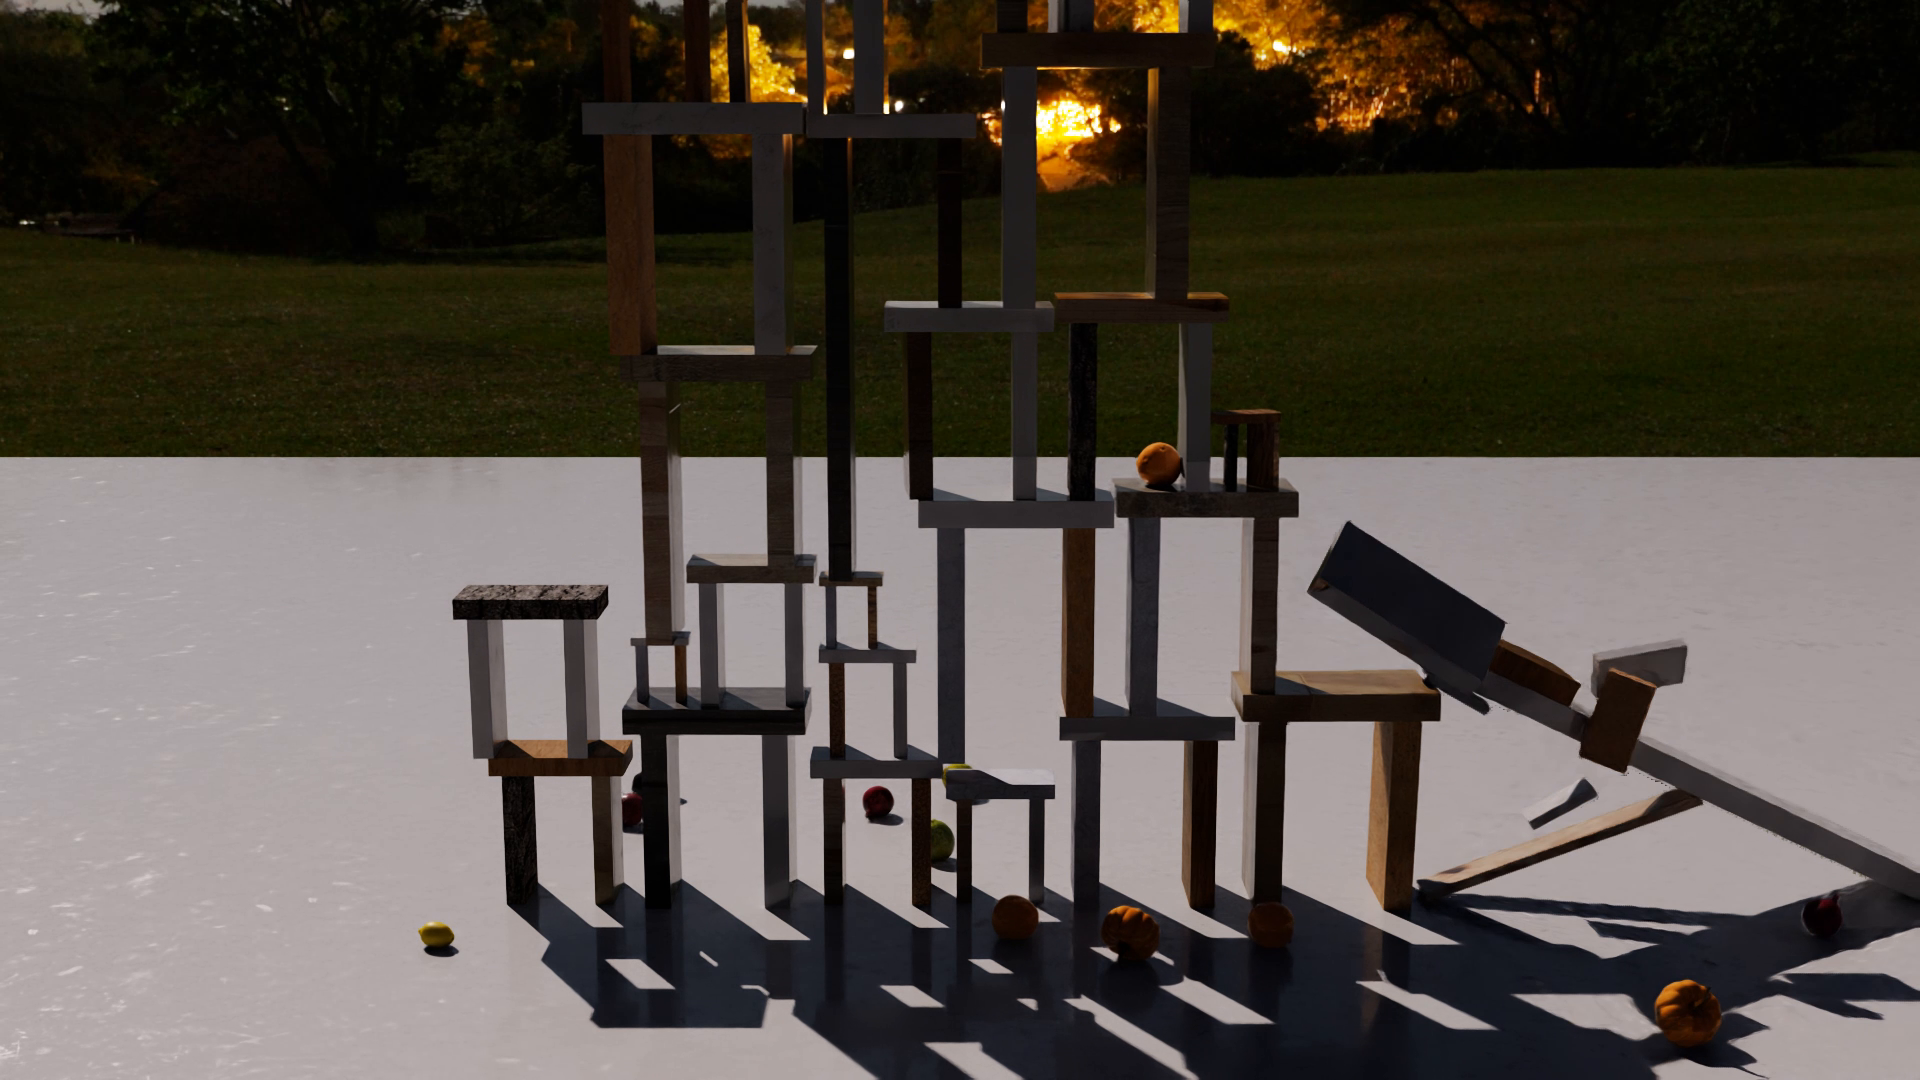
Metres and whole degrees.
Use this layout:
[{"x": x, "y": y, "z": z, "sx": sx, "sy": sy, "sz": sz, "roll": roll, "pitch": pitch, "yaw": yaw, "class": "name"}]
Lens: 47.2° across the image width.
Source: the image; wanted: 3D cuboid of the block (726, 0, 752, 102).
[{"x": -0.344, "y": -0.768, "z": 3.413, "sx": 0.025, "sy": 0.175, "sz": 0.088, "roll": -1, "pitch": 11, "yaw": 0, "class": "block"}]

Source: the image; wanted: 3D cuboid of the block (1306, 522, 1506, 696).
[{"x": 0.706, "y": 0.107, "z": 3.469, "sx": 0.299, "sy": 0.042, "sz": 0.149, "roll": 33, "pitch": 46, "yaw": 3, "class": "block"}]

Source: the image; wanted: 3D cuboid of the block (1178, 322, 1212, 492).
[{"x": 0.375, "y": -0.219, "z": 3.516, "sx": 0.038, "sy": 0.267, "sz": 0.134, "roll": 0, "pitch": 11, "yaw": 0, "class": "block"}]

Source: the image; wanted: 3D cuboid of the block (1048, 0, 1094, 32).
[{"x": 0.171, "y": -0.916, "z": 3.381, "sx": 0.039, "sy": 0.272, "sz": 0.136, "roll": -2, "pitch": 11, "yaw": -11, "class": "block"}]

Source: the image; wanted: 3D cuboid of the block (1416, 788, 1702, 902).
[{"x": 0.995, "y": 0.504, "z": 3.654, "sx": 0.481, "sy": 0.017, "sz": 0.059, "roll": -20, "pitch": 11, "yaw": 0, "class": "block"}]

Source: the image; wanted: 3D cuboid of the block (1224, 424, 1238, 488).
[{"x": 0.436, "y": -0.141, "z": 3.539, "sx": 0.015, "sy": 0.105, "sz": 0.053, "roll": 0, "pitch": 11, "yaw": 0, "class": "block"}]

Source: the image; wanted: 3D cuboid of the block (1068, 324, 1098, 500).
[{"x": 0.195, "y": -0.213, "z": 3.519, "sx": 0.038, "sy": 0.280, "sz": 0.134, "roll": 0, "pitch": 11, "yaw": 0, "class": "block"}]

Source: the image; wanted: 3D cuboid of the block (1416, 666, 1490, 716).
[{"x": 0.808, "y": 0.244, "z": 3.601, "sx": 0.118, "sy": 0.017, "sz": 0.059, "roll": 30, "pitch": 9, "yaw": -5, "class": "block"}]

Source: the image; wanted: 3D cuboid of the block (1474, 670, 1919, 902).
[{"x": 1.186, "y": 0.377, "z": 3.644, "sx": 0.931, "sy": 0.042, "sz": 0.149, "roll": 25, "pitch": 8, "yaw": -5, "class": "block"}]

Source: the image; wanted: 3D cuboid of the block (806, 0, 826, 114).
[{"x": -0.223, "y": -0.760, "z": 3.415, "sx": 0.025, "sy": 0.192, "sz": 0.088, "roll": -1, "pitch": 11, "yaw": 0, "class": "block"}]

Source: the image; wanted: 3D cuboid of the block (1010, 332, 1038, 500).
[{"x": 0.102, "y": -0.206, "z": 3.521, "sx": 0.038, "sy": 0.265, "sz": 0.133, "roll": 0, "pitch": 11, "yaw": 0, "class": "block"}]

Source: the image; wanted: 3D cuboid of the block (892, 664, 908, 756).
[{"x": -0.097, "y": 0.269, "z": 3.613, "sx": 0.022, "sy": 0.158, "sz": 0.079, "roll": 0, "pitch": 11, "yaw": 0, "class": "block"}]

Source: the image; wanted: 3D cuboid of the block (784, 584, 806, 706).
[{"x": -0.269, "y": 0.159, "z": 3.592, "sx": 0.029, "sy": 0.203, "sz": 0.102, "roll": 0, "pitch": 11, "yaw": -2, "class": "block"}]

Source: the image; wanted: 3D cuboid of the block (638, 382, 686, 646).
[{"x": -0.480, "y": -0.053, "z": 3.546, "sx": 0.042, "sy": 0.423, "sz": 0.149, "roll": 0, "pitch": 11, "yaw": 1, "class": "block"}]

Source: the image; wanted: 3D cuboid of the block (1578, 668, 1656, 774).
[{"x": 1.046, "y": 0.287, "z": 3.498, "sx": 0.075, "sy": 0.150, "sz": 0.021, "roll": 22, "pitch": 18, "yaw": 24, "class": "block"}]

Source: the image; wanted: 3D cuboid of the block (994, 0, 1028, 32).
[{"x": 0.079, "y": -0.941, "z": 3.379, "sx": 0.046, "sy": 0.322, "sz": 0.161, "roll": 0, "pitch": 11, "yaw": 0, "class": "block"}]

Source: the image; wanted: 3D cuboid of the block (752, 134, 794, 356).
[{"x": -0.294, "y": -0.468, "z": 3.468, "sx": 0.048, "sy": 0.337, "sz": 0.169, "roll": 0, "pitch": 11, "yaw": 1, "class": "block"}]

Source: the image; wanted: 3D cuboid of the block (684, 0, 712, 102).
[{"x": -0.407, "y": -0.774, "z": 3.410, "sx": 0.027, "sy": 0.189, "sz": 0.094, "roll": 0, "pitch": 11, "yaw": 1, "class": "block"}]

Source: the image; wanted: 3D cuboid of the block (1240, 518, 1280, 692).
[{"x": 0.486, "y": 0.092, "z": 3.579, "sx": 0.041, "sy": 0.286, "sz": 0.143, "roll": 0, "pitch": 11, "yaw": 0, "class": "block"}]

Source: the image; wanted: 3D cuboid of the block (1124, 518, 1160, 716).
[{"x": 0.297, "y": 0.111, "z": 3.583, "sx": 0.041, "sy": 0.325, "sz": 0.143, "roll": 0, "pitch": 11, "yaw": 0, "class": "block"}]

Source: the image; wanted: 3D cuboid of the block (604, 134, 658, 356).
[{"x": -0.519, "y": -0.469, "z": 3.473, "sx": 0.048, "sy": 0.337, "sz": 0.169, "roll": 0, "pitch": 11, "yaw": 1, "class": "block"}]

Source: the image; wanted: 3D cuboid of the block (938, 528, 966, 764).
[{"x": -0.014, "y": 0.157, "z": 3.590, "sx": 0.044, "sy": 0.387, "sz": 0.155, "roll": 0, "pitch": 11, "yaw": 0, "class": "block"}]

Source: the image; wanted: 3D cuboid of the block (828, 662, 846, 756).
[{"x": -0.202, "y": 0.269, "z": 3.614, "sx": 0.022, "sy": 0.158, "sz": 0.079, "roll": 0, "pitch": 11, "yaw": -1, "class": "block"}]

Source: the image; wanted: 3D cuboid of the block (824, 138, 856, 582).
[{"x": -0.191, "y": -0.288, "z": 3.512, "sx": 0.037, "sy": 0.697, "sz": 0.130, "roll": 0, "pitch": 11, "yaw": 1, "class": "block"}]

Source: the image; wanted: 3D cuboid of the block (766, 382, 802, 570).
[{"x": -0.281, "y": -0.114, "z": 3.530, "sx": 0.042, "sy": 0.298, "sz": 0.149, "roll": 0, "pitch": 11, "yaw": 1, "class": "block"}]

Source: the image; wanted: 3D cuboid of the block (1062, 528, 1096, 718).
[{"x": 0.192, "y": 0.119, "z": 3.583, "sx": 0.044, "sy": 0.310, "sz": 0.155, "roll": 0, "pitch": 11, "yaw": 0, "class": "block"}]

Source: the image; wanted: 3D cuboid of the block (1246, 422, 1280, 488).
[{"x": 0.486, "y": -0.139, "z": 3.527, "sx": 0.053, "sy": 0.105, "sz": 0.015, "roll": 10, "pitch": 15, "yaw": 44, "class": "block"}]

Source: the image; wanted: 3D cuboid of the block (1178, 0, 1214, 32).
[{"x": 0.365, "y": -0.917, "z": 3.384, "sx": 0.039, "sy": 0.272, "sz": 0.136, "roll": 0, "pitch": 11, "yaw": -1, "class": "block"}]

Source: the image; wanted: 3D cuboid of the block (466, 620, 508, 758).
[{"x": -0.774, "y": 0.231, "z": 3.604, "sx": 0.033, "sy": 0.231, "sz": 0.116, "roll": 0, "pitch": 11, "yaw": 0, "class": "block"}]

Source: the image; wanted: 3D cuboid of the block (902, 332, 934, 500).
[{"x": -0.068, "y": -0.207, "z": 3.525, "sx": 0.038, "sy": 0.266, "sz": 0.133, "roll": -2, "pitch": 11, "yaw": -5, "class": "block"}]

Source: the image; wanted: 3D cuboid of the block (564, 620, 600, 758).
[{"x": -0.619, "y": 0.230, "z": 3.604, "sx": 0.033, "sy": 0.231, "sz": 0.116, "roll": 0, "pitch": 11, "yaw": 1, "class": "block"}]

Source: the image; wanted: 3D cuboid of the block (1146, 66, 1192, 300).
[{"x": 0.326, "y": -0.561, "z": 3.453, "sx": 0.050, "sy": 0.353, "sz": 0.176, "roll": 0, "pitch": 10, "yaw": 0, "class": "block"}]

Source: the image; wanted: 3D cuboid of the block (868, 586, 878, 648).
[{"x": -0.142, "y": 0.121, "z": 3.580, "sx": 0.015, "sy": 0.103, "sz": 0.051, "roll": 0, "pitch": 11, "yaw": 0, "class": "block"}]

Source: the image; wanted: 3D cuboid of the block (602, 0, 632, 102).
[{"x": -0.533, "y": -0.774, "z": 3.412, "sx": 0.027, "sy": 0.189, "sz": 0.094, "roll": 0, "pitch": 11, "yaw": 1, "class": "block"}]

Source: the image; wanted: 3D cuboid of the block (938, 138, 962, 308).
[{"x": -0.016, "y": -0.502, "z": 3.468, "sx": 0.037, "sy": 0.260, "sz": 0.130, "roll": 0, "pitch": 11, "yaw": 0, "class": "block"}]

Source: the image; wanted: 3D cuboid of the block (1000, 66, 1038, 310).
[{"x": 0.092, "y": -0.553, "z": 3.452, "sx": 0.050, "sy": 0.367, "sz": 0.176, "roll": 0, "pitch": 11, "yaw": 0, "class": "block"}]

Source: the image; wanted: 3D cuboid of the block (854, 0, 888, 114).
[{"x": -0.138, "y": -0.883, "z": 3.392, "sx": 0.046, "sy": 0.442, "sz": 0.161, "roll": 0, "pitch": 11, "yaw": 1, "class": "block"}]

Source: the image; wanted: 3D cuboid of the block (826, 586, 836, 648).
[{"x": -0.210, "y": 0.120, "z": 3.581, "sx": 0.015, "sy": 0.103, "sz": 0.051, "roll": 0, "pitch": 11, "yaw": 0, "class": "block"}]
